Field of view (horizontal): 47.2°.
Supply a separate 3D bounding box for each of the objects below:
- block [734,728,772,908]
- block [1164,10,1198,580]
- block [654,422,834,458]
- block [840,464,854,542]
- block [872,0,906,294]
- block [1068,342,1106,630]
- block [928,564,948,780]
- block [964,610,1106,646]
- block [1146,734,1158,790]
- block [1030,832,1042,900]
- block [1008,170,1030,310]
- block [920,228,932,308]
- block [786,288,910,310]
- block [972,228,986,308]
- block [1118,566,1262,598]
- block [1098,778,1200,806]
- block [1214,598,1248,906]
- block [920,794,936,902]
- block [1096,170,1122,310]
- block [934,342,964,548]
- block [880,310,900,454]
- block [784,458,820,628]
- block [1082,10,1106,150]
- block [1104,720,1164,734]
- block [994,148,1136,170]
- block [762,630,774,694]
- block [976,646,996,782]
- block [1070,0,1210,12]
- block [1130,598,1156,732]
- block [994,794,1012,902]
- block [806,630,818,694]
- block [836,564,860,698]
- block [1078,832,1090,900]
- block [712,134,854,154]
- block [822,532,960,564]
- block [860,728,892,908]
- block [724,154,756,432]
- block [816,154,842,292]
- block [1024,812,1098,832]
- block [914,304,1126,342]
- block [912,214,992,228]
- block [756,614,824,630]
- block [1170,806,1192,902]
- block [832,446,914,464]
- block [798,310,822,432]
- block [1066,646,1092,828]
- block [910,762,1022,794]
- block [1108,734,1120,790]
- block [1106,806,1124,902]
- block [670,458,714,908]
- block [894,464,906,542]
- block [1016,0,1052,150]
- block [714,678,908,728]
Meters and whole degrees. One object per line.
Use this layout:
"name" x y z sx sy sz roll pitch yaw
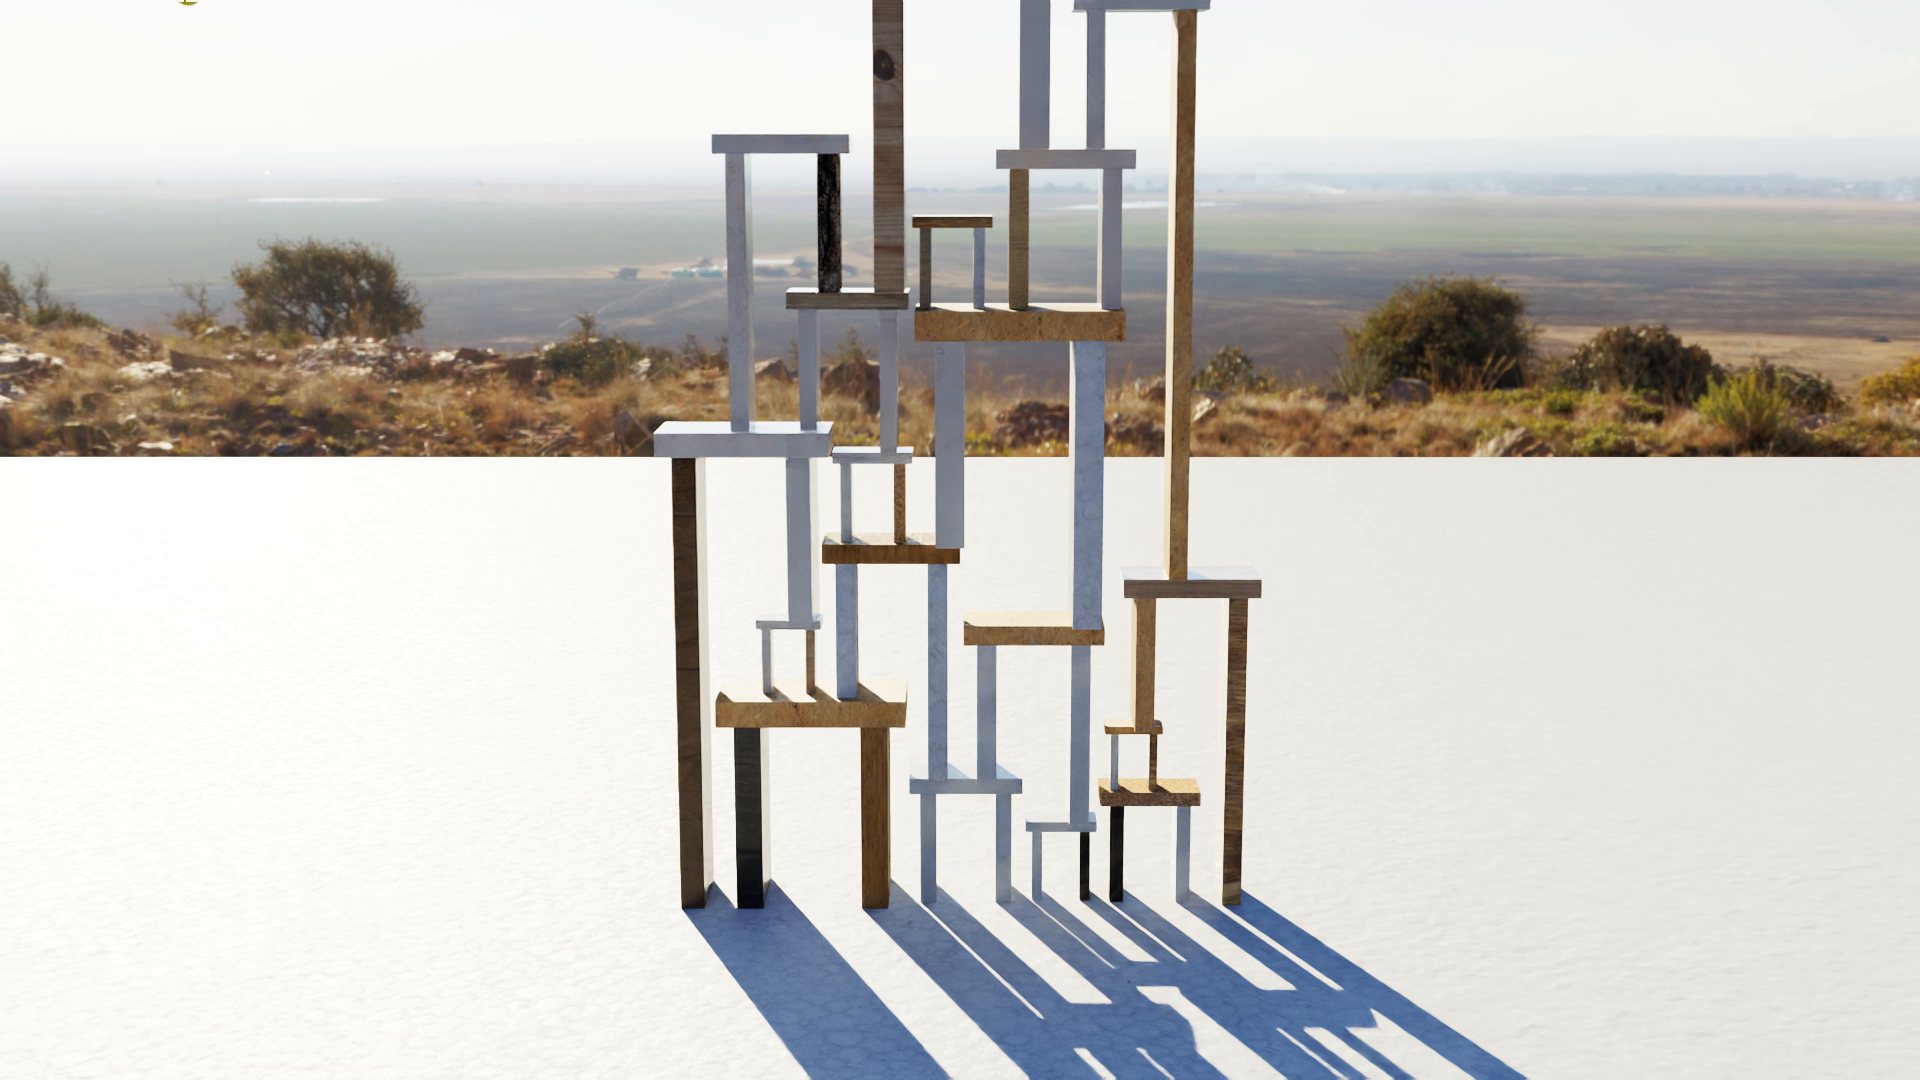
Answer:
"block" -0.343 0.439 3.644 0.043 0.306 0.153 0 11 0
"block" 0.348 -0.383 3.484 0.030 0.887 0.105 0 11 0
"block" -0.344 -0.161 3.526 0.275 0.039 0.137 0 11 0
"block" -0.182 -0.064 3.544 0.018 0.128 0.064 0 11 0
"block" -0.109 -0.670 3.438 0.047 0.556 0.167 0 11 0
"block" 0.203 -0.098 3.539 0.046 0.459 0.164 0 11 0
"block" -0.036 0.205 3.599 0.031 0.359 0.111 0 11 0
"block" 0.119 0.143 3.584 0.227 0.032 0.113 0 11 0
"block" 0.316 0.360 3.624 0.013 0.095 0.047 0 11 0
"block" 0.127 0.533 3.655 0.017 0.118 0.059 0 11 0
"block" 0.092 -0.477 3.475 0.031 0.217 0.108 0 11 0
"block" -0.054 -0.431 3.476 0.018 0.126 0.063 0 11 0
"block" -0.176 -0.383 3.488 0.192 0.027 0.096 0 11 0
"block" 0.030 -0.431 3.476 0.018 0.126 0.063 0 11 0
"block" 0.372 0.068 3.571 0.221 0.031 0.110 0 11 0
"block" 0.312 0.417 3.638 0.164 0.023 0.082 0 11 0
"block" 0.446 0.337 3.620 0.031 0.515 0.110 0 11 0
"block" -0.052 0.498 3.655 0.026 0.185 0.093 0 11 0
"block" 0.236 -0.477 3.475 0.031 0.217 0.108 0 11 0
"block" -0.016 -0.163 3.527 0.046 0.328 0.164 0 11 0
"block" -0.113 -0.257 3.512 0.027 0.228 0.096 0 11 0
"block" -0.253 -0.007 3.555 0.039 0.275 0.137 0 10 2
"block" 0.208 -0.715 3.422 0.030 0.210 0.105 0 11 0
"block" 0.285 0.307 3.614 0.095 0.013 0.047 0 10 0
"block" 0.164 -0.599 3.452 0.217 0.031 0.108 0 11 0
"block" -0.314 0.193 3.601 0.015 0.106 0.053 0 10 0
"block" 0.043 0.271 3.608 0.032 0.227 0.113 0 11 0
"block" 0.277 -0.833 3.400 0.210 0.030 0.105 0 11 0
"block" 0.299 0.192 3.594 0.031 0.220 0.110 0 10 0
"block" 0.071 0.498 3.656 0.026 0.185 0.093 0 11 0
"block" -0.243 0.193 3.601 0.015 0.106 0.053 0 10 0
"block" -0.184 0.137 3.587 0.031 0.221 0.111 0 11 0
"block" 0.206 0.533 3.655 0.017 0.118 0.059 0 11 0
"block" -0.276 -0.620 3.442 0.213 0.030 0.107 0 11 1
"block" -0.110 0.013 3.564 0.221 0.031 0.111 0 11 0
"block" -0.139 0.439 3.644 0.043 0.306 0.153 0 11 0
"block" -0.347 -0.393 3.486 0.030 0.432 0.107 0 11 1
"block" -0.205 -0.500 3.463 0.030 0.213 0.107 0 11 1
"block" 0.166 0.467 3.643 0.118 0.017 0.059 0 11 0
"block" 0.094 -0.346 3.493 0.328 0.046 0.164 0 11 0
"block" -0.012 -0.502 3.463 0.126 0.018 0.063 0 11 0
"block" -0.277 0.133 3.592 0.106 0.015 0.053 1 10 3
"block" 0.367 0.509 3.655 0.023 0.164 0.082 0 11 0
"block" -0.140 -0.136 3.530 0.128 0.018 0.064 0 11 0
"block" -0.240 -0.275 3.508 0.027 0.192 0.096 0 10 1
"block" 0.195 0.309 3.615 0.032 0.304 0.113 0 11 0
"block" 0.010 0.394 3.636 0.185 0.026 0.093 0 11 0
"block" 0.253 0.360 3.624 0.013 0.095 0.047 0 11 0
"block" 0.258 0.509 3.655 0.023 0.164 0.082 0 11 0
"block" -0.436 0.224 3.598 0.039 0.745 0.137 0 11 0
"block" -0.097 -0.064 3.543 0.018 0.128 0.064 0 11 0
"block" 0.114 -0.778 3.417 0.047 0.335 0.167 0 11 0
"block" -0.241 0.267 3.612 0.306 0.043 0.153 0 11 0
